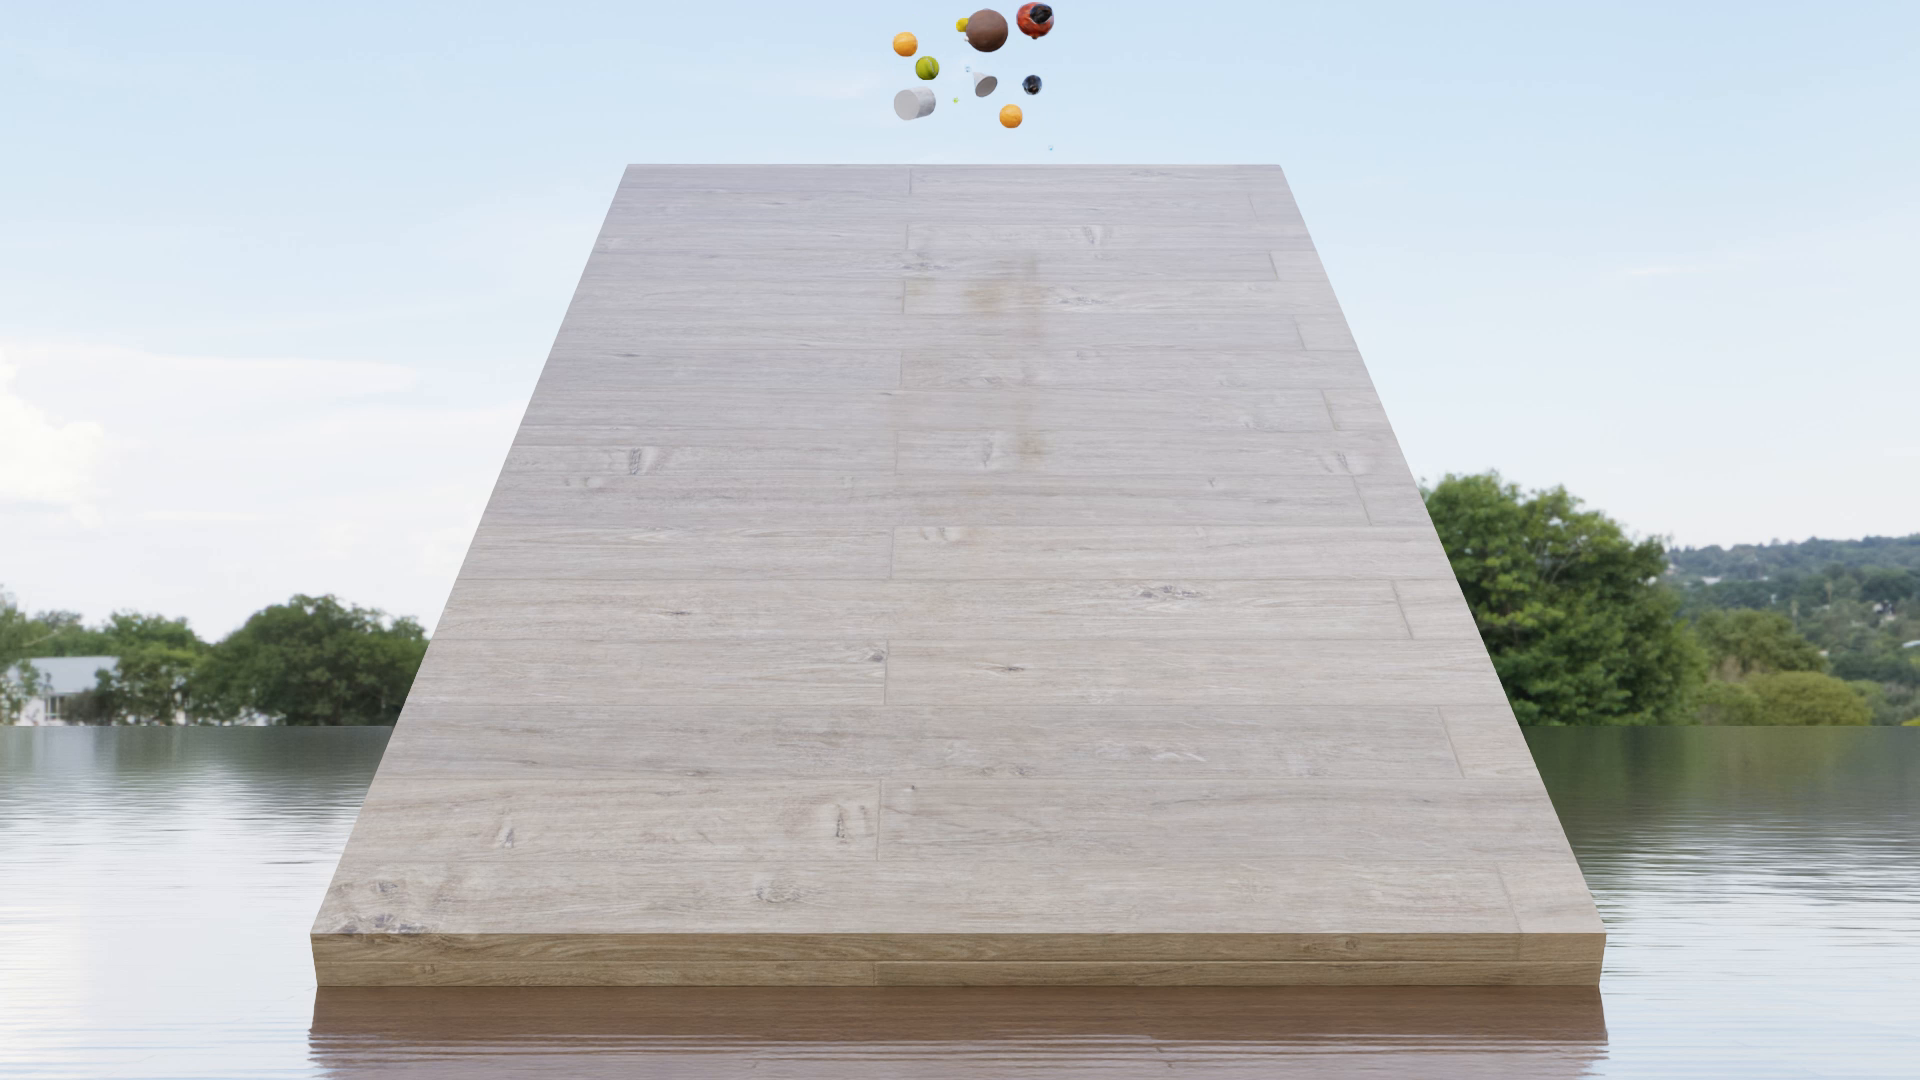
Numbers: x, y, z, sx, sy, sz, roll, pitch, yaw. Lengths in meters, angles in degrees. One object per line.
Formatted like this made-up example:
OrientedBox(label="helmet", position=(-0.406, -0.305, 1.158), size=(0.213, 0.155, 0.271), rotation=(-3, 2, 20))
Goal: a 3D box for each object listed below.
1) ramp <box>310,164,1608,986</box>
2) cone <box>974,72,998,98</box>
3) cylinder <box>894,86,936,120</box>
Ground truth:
OrientedBox(label="ramp", position=(-0.010, -0.229, 5.452), size=(2.000, 0.100, 4.000), rotation=(0, 26, 0))
OrientedBox(label="cone", position=(0.058, -1.366, 6.980), size=(0.078, 0.078, 0.078), rotation=(-25, -32, -17))
OrientedBox(label="cylinder", position=(-0.132, -1.279, 6.904), size=(0.090, 0.090, 0.090), rotation=(-3, 14, 33))
